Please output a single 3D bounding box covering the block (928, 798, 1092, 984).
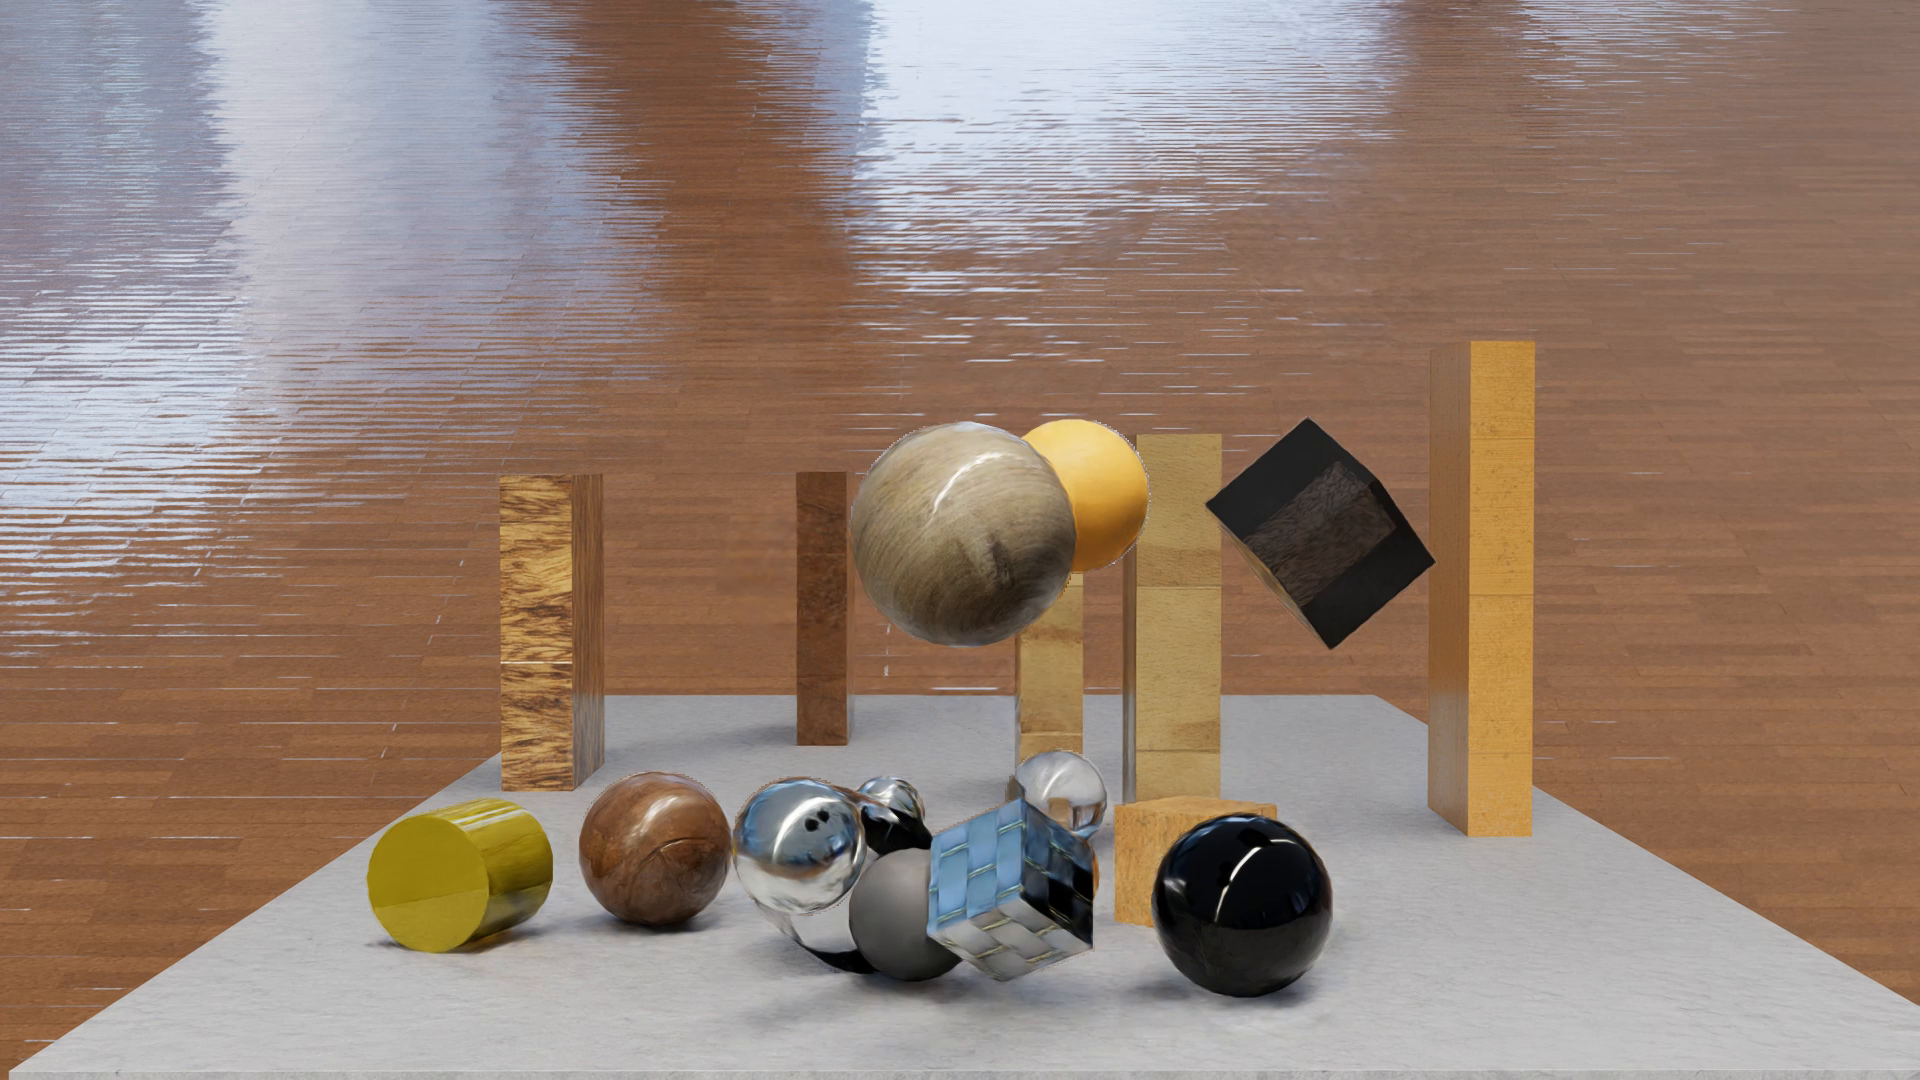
[{"bbox_3d":[0.058,0.394,2.885,0.130,0.130,0.130,-27,42,30],"label":"block"}]

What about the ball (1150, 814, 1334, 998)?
[{"bbox_3d":[0.317,0.411,2.899,0.205,0.205,0.205,0,25,0],"label":"ball"}]

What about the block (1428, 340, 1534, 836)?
[{"bbox_3d":[0.860,0.073,4.270,0.102,0.789,0.350,0,2,0],"label":"block"}]

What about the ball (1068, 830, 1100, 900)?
[{"bbox_3d":[0.120,0.436,3.356,0.124,0.124,0.124,0,25,0],"label":"ball"}]

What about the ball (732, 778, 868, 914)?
[{"bbox_3d":[-0.171,0.325,2.745,0.144,0.144,0.144,0,25,0],"label":"ball"}]

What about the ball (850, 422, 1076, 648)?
[{"bbox_3d":[0.003,-0.005,2.388,0.209,0.209,0.209,0,25,0],"label":"ball"}]

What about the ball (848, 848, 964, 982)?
[{"bbox_3d":[-0.053,0.431,2.966,0.152,0.152,0.152,0,25,0],"label":"ball"}]

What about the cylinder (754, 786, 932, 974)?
[{"bbox_3d":[-0.138,0.408,3.121,0.198,0.198,0.198,-9,4,-18],"label":"cylinder"}]

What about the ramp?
[{"bbox_3d":[0.056,0.509,4.552,2.000,0.100,4.000,0,2,0],"label":"ramp"}]

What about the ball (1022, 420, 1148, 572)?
[{"bbox_3d":[0.112,-0.044,2.587,0.154,0.154,0.154,0,25,0],"label":"ball"}]

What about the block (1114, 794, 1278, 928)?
[{"bbox_3d":[0.309,0.422,3.368,0.151,0.151,0.151,2,3,42],"label":"block"}]

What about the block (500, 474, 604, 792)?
[{"bbox_3d":[-0.766,0.163,4.871,0.129,0.573,0.423,0,2,0],"label":"block"}]

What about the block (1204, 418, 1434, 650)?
[{"bbox_3d":[0.405,-0.008,2.906,0.153,0.153,0.153,-40,37,1],"label":"block"}]

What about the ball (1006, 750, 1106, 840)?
[{"bbox_3d":[0.149,0.401,3.968,0.154,0.154,0.154,0,25,0],"label":"ball"}]

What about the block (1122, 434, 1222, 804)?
[{"bbox_3d":[0.331,0.155,4.061,0.128,0.640,0.327,0,2,0],"label":"block"}]

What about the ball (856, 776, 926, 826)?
[{"bbox_3d":[-0.112,0.420,3.938,0.119,0.119,0.119,0,25,0],"label":"ball"}]

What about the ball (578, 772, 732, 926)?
[{"bbox_3d":[-0.394,0.400,3.333,0.199,0.199,0.199,0,25,0],"label":"ball"}]

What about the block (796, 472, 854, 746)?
[{"bbox_3d":[-0.289,0.138,5.592,0.105,0.573,0.417,0,2,0],"label":"block"}]

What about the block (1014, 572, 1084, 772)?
[{"bbox_3d":[0.157,0.186,4.619,0.108,0.542,0.387,0,2,0],"label":"block"}]

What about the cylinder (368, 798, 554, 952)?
[{"bbox_3d":[-0.625,0.419,3.234,0.169,0.169,0.169,9,5,18],"label":"cylinder"}]
